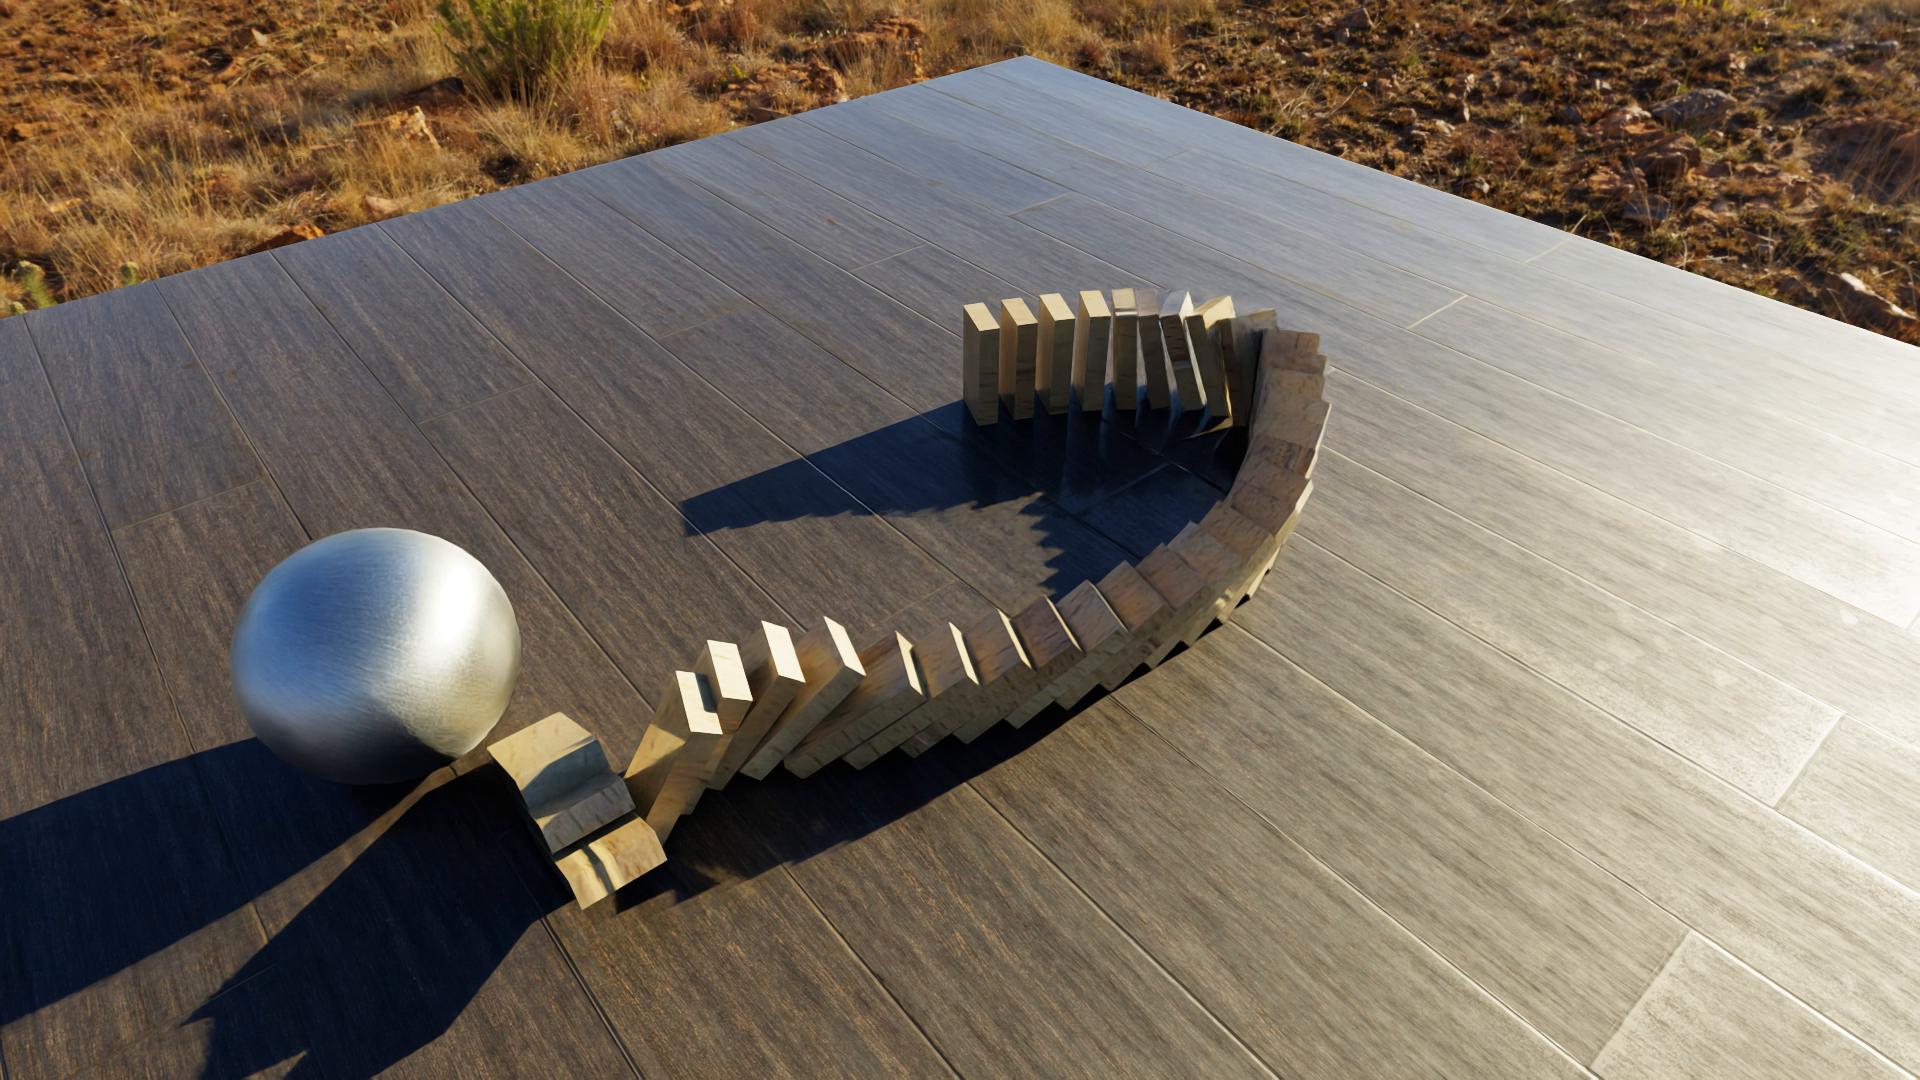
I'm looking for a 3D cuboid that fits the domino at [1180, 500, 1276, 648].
[{"bbox_3d":[0.090,0.012,0.407,0.050,0.010,0.025,-50,52,-1],"label":"domino"}]

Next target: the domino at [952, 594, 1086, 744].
[{"bbox_3d":[0.015,0.043,0.370,0.050,0.010,0.025,-38,43,8],"label":"domino"}]

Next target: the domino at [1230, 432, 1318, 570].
[{"bbox_3d":[0.121,-0.016,0.440,0.025,0.009,0.050,22,82,24],"label":"domino"}]

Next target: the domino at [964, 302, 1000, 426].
[{"bbox_3d":[0.010,-0.081,0.511,0.009,0.050,0.025,-11,41,-13],"label":"domino"}]

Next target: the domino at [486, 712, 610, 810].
[{"bbox_3d":[-0.129,0.067,0.342,0.025,0.009,0.050,-27,15,-29],"label":"domino"}]

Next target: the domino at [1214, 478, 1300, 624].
[{"bbox_3d":[0.103,0.004,0.416,0.025,0.010,0.050,35,87,35],"label":"domino"}]

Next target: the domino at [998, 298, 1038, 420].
[{"bbox_3d":[0.027,-0.084,0.515,0.009,0.050,0.025,-10,40,-12],"label":"domino"}]

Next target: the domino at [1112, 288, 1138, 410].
[{"bbox_3d":[0.078,-0.090,0.521,0.009,0.050,0.025,-3,39,5],"label":"domino"}]

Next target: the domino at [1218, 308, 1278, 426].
[{"bbox_3d":[0.137,-0.080,0.510,0.025,0.050,0.009,-15,11,-18],"label":"domino"}]

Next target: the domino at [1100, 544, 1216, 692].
[{"bbox_3d":[0.062,0.027,0.389,0.050,0.009,0.025,-43,47,3],"label":"domino"}]

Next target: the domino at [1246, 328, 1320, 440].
[{"bbox_3d":[0.146,-0.069,0.499,0.025,0.050,0.009,8,4,8],"label":"domino"}]

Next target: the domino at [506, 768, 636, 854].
[{"bbox_3d":[-0.118,0.077,0.330,0.025,0.009,0.050,-27,15,-29],"label":"domino"}]

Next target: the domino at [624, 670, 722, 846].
[{"bbox_3d":[-0.088,0.067,0.331,0.010,0.050,0.025,13,30,-34],"label":"domino"}]

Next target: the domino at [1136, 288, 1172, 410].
[{"bbox_3d":[0.092,-0.090,0.521,0.010,0.050,0.025,-8,38,12],"label":"domino"}]

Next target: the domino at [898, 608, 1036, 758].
[{"bbox_3d":[-0.001,0.047,0.365,0.050,0.009,0.025,-36,41,9],"label":"domino"}]

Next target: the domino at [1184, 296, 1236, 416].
[{"bbox_3d":[0.123,-0.086,0.517,0.009,0.050,0.025,3,30,46],"label":"domino"}]

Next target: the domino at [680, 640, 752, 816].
[{"bbox_3d":[-0.081,0.059,0.341,0.009,0.050,0.025,13,30,-33],"label":"domino"}]

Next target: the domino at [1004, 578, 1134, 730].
[{"bbox_3d":[0.032,0.039,0.375,0.050,0.010,0.025,-39,44,7],"label":"domino"}]

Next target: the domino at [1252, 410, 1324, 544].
[{"bbox_3d":[0.129,-0.026,0.452,0.025,0.010,0.050,19,83,22],"label":"domino"}]

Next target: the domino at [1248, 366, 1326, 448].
[{"bbox_3d":[0.140,-0.048,0.476,0.025,0.050,0.009,12,-4,14],"label":"domino"}]

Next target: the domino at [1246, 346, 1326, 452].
[{"bbox_3d":[0.144,-0.058,0.487,0.025,0.050,0.010,12,1,14],"label":"domino"}]

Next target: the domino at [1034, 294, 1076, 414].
[{"bbox_3d":[0.044,-0.087,0.518,0.009,0.050,0.025,-8,40,-10],"label":"domino"}]

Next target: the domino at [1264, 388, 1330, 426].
[{"bbox_3d":[0.136,-0.036,0.463,0.025,0.010,0.050,18,85,21],"label":"domino"}]

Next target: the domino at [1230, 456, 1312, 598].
[{"bbox_3d":[0.113,-0.005,0.428,0.025,0.010,0.050,28,84,30],"label":"domino"}]

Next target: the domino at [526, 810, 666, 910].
[{"bbox_3d":[-0.106,0.088,0.319,0.025,0.010,0.050,-27,19,-29],"label":"domino"}]

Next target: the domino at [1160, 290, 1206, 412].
[{"bbox_3d":[0.107,-0.089,0.520,0.009,0.050,0.025,-5,35,27],"label":"domino"}]

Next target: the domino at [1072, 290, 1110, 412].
[{"bbox_3d":[0.062,-0.089,0.520,0.010,0.050,0.025,-4,39,-5],"label":"domino"}]

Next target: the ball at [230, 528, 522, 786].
[{"bbox_3d":[-0.180,0.036,0.344,0.080,0.080,0.080,0,39,0],"label":"ball"}]

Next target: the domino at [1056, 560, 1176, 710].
[{"bbox_3d":[0.047,0.033,0.382,0.050,0.010,0.025,-42,46,4],"label":"domino"}]

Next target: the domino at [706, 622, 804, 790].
[{"bbox_3d":[-0.070,0.053,0.351,0.010,0.050,0.025,23,25,-37],"label":"domino"}]

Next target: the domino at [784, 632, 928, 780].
[{"bbox_3d":[-0.036,0.054,0.358,0.050,0.009,0.025,-34,40,11],"label":"domino"}]

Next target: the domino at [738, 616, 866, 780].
[{"bbox_3d":[-0.054,0.051,0.356,0.050,0.009,0.025,-45,41,10],"label":"domino"}]

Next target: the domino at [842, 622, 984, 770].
[{"bbox_3d":[-0.018,0.051,0.361,0.050,0.010,0.025,-34,40,11],"label":"domino"}]

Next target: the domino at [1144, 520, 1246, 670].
[{"bbox_3d":[0.077,0.020,0.398,0.050,0.010,0.025,-47,50,0],"label":"domino"}]
